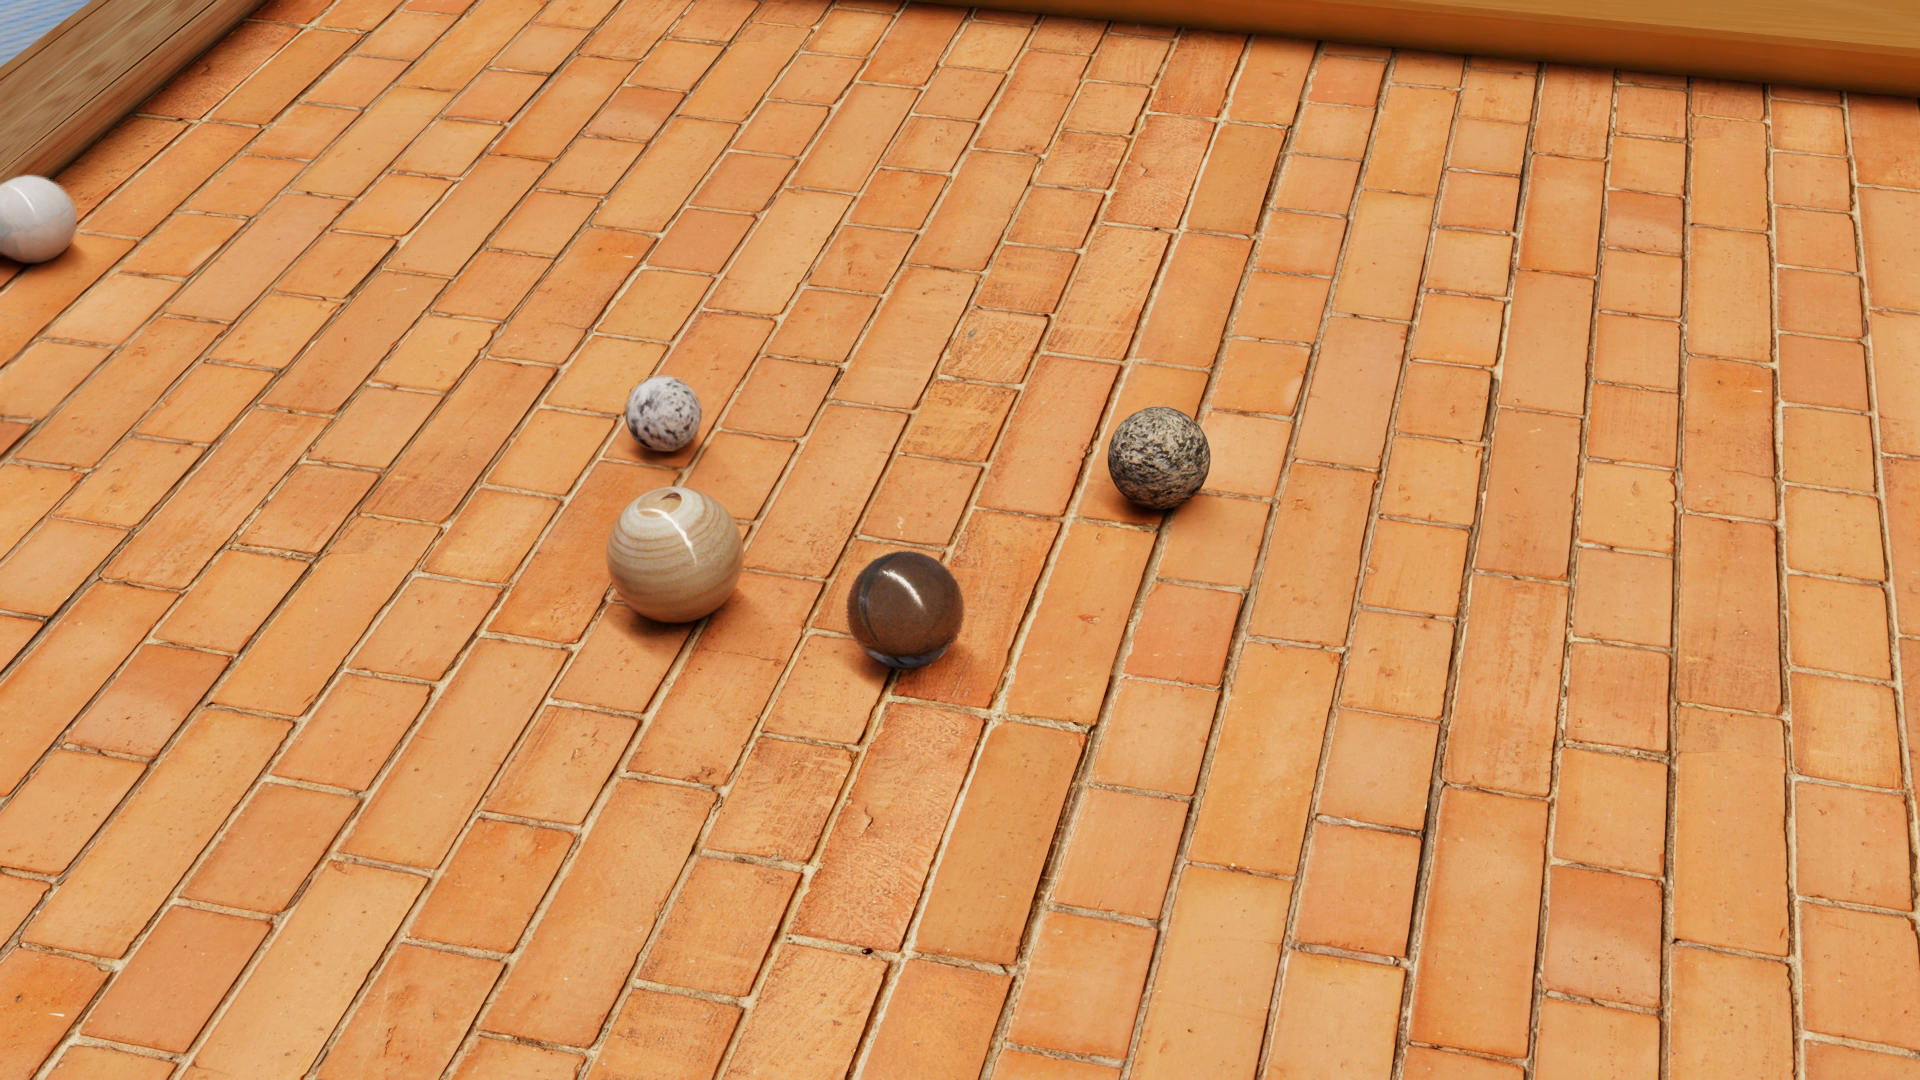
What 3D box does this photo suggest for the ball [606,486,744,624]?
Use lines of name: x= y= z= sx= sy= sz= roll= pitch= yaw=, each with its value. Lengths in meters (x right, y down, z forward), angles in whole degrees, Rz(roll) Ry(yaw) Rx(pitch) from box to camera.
ball: x=-0.206 y=0.011 z=1.860 sx=0.100 sy=0.100 sz=0.100 roll=0 pitch=34 yaw=0

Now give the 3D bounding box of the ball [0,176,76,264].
ball: x=-0.842 y=-0.290 z=2.322 sx=0.079 sy=0.079 sz=0.079 roll=0 pitch=34 yaw=0

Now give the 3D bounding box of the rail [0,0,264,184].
rail: x=-0.967 y=-0.155 z=2.077 sx=0.045 sy=0.130 sz=2.164 roll=8 pitch=35 yaw=11

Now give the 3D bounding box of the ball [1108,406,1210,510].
ball: x=0.154 y=-0.063 z=1.988 sx=0.080 sy=0.080 sz=0.080 roll=0 pitch=34 yaw=0

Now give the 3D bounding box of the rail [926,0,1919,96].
rail: x=1.244 y=-0.461 z=2.527 sx=4.079 sy=0.130 sz=0.045 roll=8 pitch=35 yaw=11

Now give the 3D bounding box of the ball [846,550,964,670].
ball: x=-0.039 y=0.050 z=1.817 sx=0.084 sy=0.084 sz=0.084 roll=0 pitch=34 yaw=0

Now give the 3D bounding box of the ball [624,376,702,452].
ball: x=-0.238 y=-0.101 z=2.060 sx=0.061 sy=0.061 sz=0.061 roll=0 pitch=34 yaw=0
